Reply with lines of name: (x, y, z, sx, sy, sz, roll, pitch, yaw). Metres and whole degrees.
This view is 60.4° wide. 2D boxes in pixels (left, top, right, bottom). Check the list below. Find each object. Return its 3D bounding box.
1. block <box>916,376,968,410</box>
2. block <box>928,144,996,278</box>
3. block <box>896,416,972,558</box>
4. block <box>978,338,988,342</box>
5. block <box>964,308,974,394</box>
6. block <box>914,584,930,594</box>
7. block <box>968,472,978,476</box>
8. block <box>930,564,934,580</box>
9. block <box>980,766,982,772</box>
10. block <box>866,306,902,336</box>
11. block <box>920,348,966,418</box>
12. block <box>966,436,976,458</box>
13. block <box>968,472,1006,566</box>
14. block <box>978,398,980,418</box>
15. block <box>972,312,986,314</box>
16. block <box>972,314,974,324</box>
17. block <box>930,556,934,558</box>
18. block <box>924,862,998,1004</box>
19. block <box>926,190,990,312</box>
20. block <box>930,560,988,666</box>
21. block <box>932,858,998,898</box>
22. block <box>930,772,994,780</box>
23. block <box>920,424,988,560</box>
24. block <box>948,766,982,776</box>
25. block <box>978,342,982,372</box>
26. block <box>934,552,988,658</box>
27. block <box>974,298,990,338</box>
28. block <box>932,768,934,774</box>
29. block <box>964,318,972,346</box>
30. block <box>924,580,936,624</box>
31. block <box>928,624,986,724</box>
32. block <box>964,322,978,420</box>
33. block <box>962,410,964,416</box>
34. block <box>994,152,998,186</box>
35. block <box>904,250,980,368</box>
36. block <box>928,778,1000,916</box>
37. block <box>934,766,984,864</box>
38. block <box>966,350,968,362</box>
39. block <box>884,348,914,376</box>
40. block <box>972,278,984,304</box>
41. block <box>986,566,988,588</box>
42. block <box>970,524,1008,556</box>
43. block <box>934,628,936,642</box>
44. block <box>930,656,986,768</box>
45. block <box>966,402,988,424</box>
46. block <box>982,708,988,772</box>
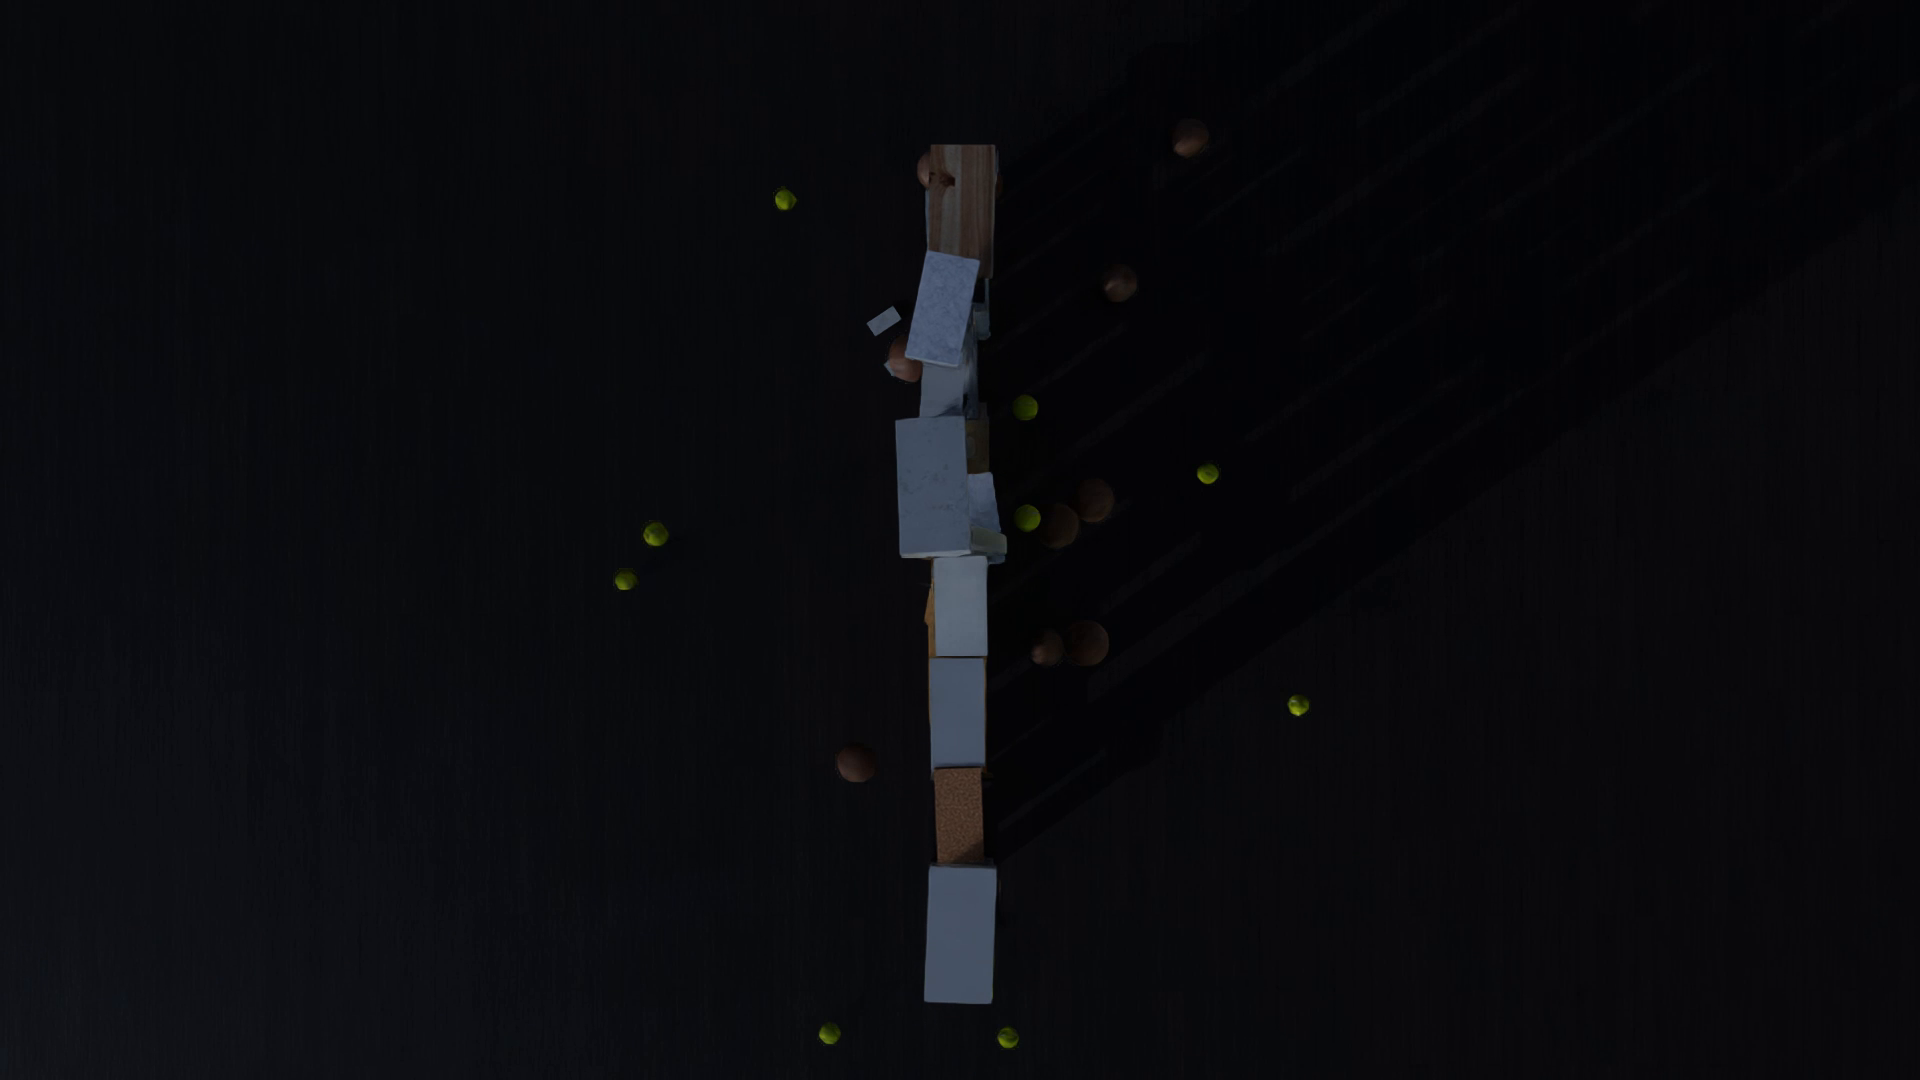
block: (-0.045, -0.377, 4.271, 0.123, 0.247, 0.035, 17, 89, 2)
block: (0.004, -0.803, 4.035, 0.159, 0.045, 0.319, 1, 90, 0)
block: (-0.060, -0.119, 3.669, 0.155, 0.044, 0.310, -3, 76, 4)
block: (0.001, -0.640, 4.959, 0.169, 0.338, 0.048, -2, 90, 0)
block: (-0.029, -0.491, 4.130, 0.123, 0.035, 0.247, 0, 90, 1)
block: (-0.072, 0.130, 4.311, 0.072, 0.328, 0.020, 10, 90, 3)
block: (0.005, -0.132, 4.174, 0.112, 0.223, 0.032, 3, 105, -2)
block: (-0.007, 0.082, 3.979, 0.121, 0.242, 0.034, 17, 83, 0)
block: (-0.004, 0.598, 4.498, 0.129, 0.036, 0.257, 0, 90, 0)
block: (-0.252, -0.728, 5.493, 0.105, 0.015, 0.053, -33, 90, 0)
block: (-0.041, -0.357, 3.896, 0.099, 0.028, 0.199, 4, 89, 2)
block: (-0.052, -0.220, 3.917, 0.155, 0.393, 0.044, -1, 92, 4)
block: (0.039, -0.047, 4.027, 0.112, 0.032, 0.223, -9, 79, 2)
block: (-0.010, -0.363, 4.561, 0.130, 0.260, 0.037, 0, 90, 2)
block: (-0.004, -0.666, 4.583, 0.160, 0.320, 0.045, -3, 90, 0)
block: (-0.029, -0.583, 4.271, 0.123, 0.247, 0.035, -10, 90, 1)
block: (-0.015, 0.051, 4.161, 0.112, 0.223, 0.032, 22, 89, -2)
block: (0.001, 0.897, 3.765, 0.154, 0.044, 0.308, 2, 90, 0)
block: (-0.007, -0.771, 4.400, 0.160, 0.045, 0.320, -2, 90, 0)
block: (-0.003, 0.192, 4.496, 0.149, 0.042, 0.299, -1, 90, 0)
block: (0.007, 0.808, 3.941, 0.154, 0.308, 0.044, -2, 88, 0)
block: (0.005, 0.656, 4.312, 0.168, 0.336, 0.048, 0, 90, 0)
block: (-0.014, -0.126, 4.314, 0.176, 0.050, 0.353, 0, 90, 0)
block: (-0.004, 0.568, 4.104, 0.110, 0.455, 0.031, 0, 90, 0)
block: (-0.009, -0.535, 4.725, 0.130, 0.587, 0.037, -1, 89, 1)
block: (0.002, 0.151, 3.844, 0.121, 0.034, 0.242, -1, 104, 0)
block: (-0.003, -0.752, 4.767, 0.169, 0.048, 0.338, -2, 90, 0)
block: (-0.004, 0.569, 5.139, 0.169, 0.048, 0.337, 0, 90, 0)
block: (-0.037, -0.505, 3.985, 0.126, 0.253, 0.036, 0, 104, 1)
block: (-0.043, 0.142, 4.128, 0.072, 0.020, 0.143, 10, 94, 0)
block: (-0.007, 0.316, 4.163, 0.146, 0.041, 0.292, 0, 90, 0)
block: (-0.017, -0.452, 4.412, 0.130, 0.037, 0.260, -1, 90, 2)
block: (-0.042, -0.302, 4.012, 0.099, 0.203, 0.028, 3, 95, 2)
block: (0.008, -0.973, 4.647, 0.159, 1.177, 0.045, -2, 94, -1)
block: (-0.040, -0.538, 3.844, 0.126, 0.036, 0.253, 11, 85, 2)
block: (0.010, 0.769, 4.120, 0.168, 0.048, 0.336, -2, 90, 0)
block: (-0.002, 0.643, 3.861, 0.110, 0.031, 0.220, -2, 90, 0)
block: (-0.034, -0.443, 4.012, 0.099, 0.199, 0.028, 0, 98, 1)
block: (-0.197, -0.596, 5.493, 0.105, 0.015, 0.053, -38, 90, 0)
block: (-0.004, -0.637, 4.123, 0.126, 0.516, 0.036, 1, 104, 0)
block: (0.000, -0.026, 5.129, 0.173, 0.049, 0.346, 0, 90, 0)
block: (-0.003, 0.006, 3.839, 0.155, 0.310, 0.044, -5, 84, 16)
block: (0.000, 0.229, 4.013, 0.121, 0.258, 0.034, -2, 86, 0)
block: (-0.006, 0.403, 3.871, 0.127, 0.036, 0.254, -1, 90, 0)
block: (-0.009, -0.210, 4.718, 0.180, 0.051, 0.360, -1, 90, 0)
block: (0.004, 0.641, 4.795, 0.149, 0.042, 0.299, 0, 90, 0)
